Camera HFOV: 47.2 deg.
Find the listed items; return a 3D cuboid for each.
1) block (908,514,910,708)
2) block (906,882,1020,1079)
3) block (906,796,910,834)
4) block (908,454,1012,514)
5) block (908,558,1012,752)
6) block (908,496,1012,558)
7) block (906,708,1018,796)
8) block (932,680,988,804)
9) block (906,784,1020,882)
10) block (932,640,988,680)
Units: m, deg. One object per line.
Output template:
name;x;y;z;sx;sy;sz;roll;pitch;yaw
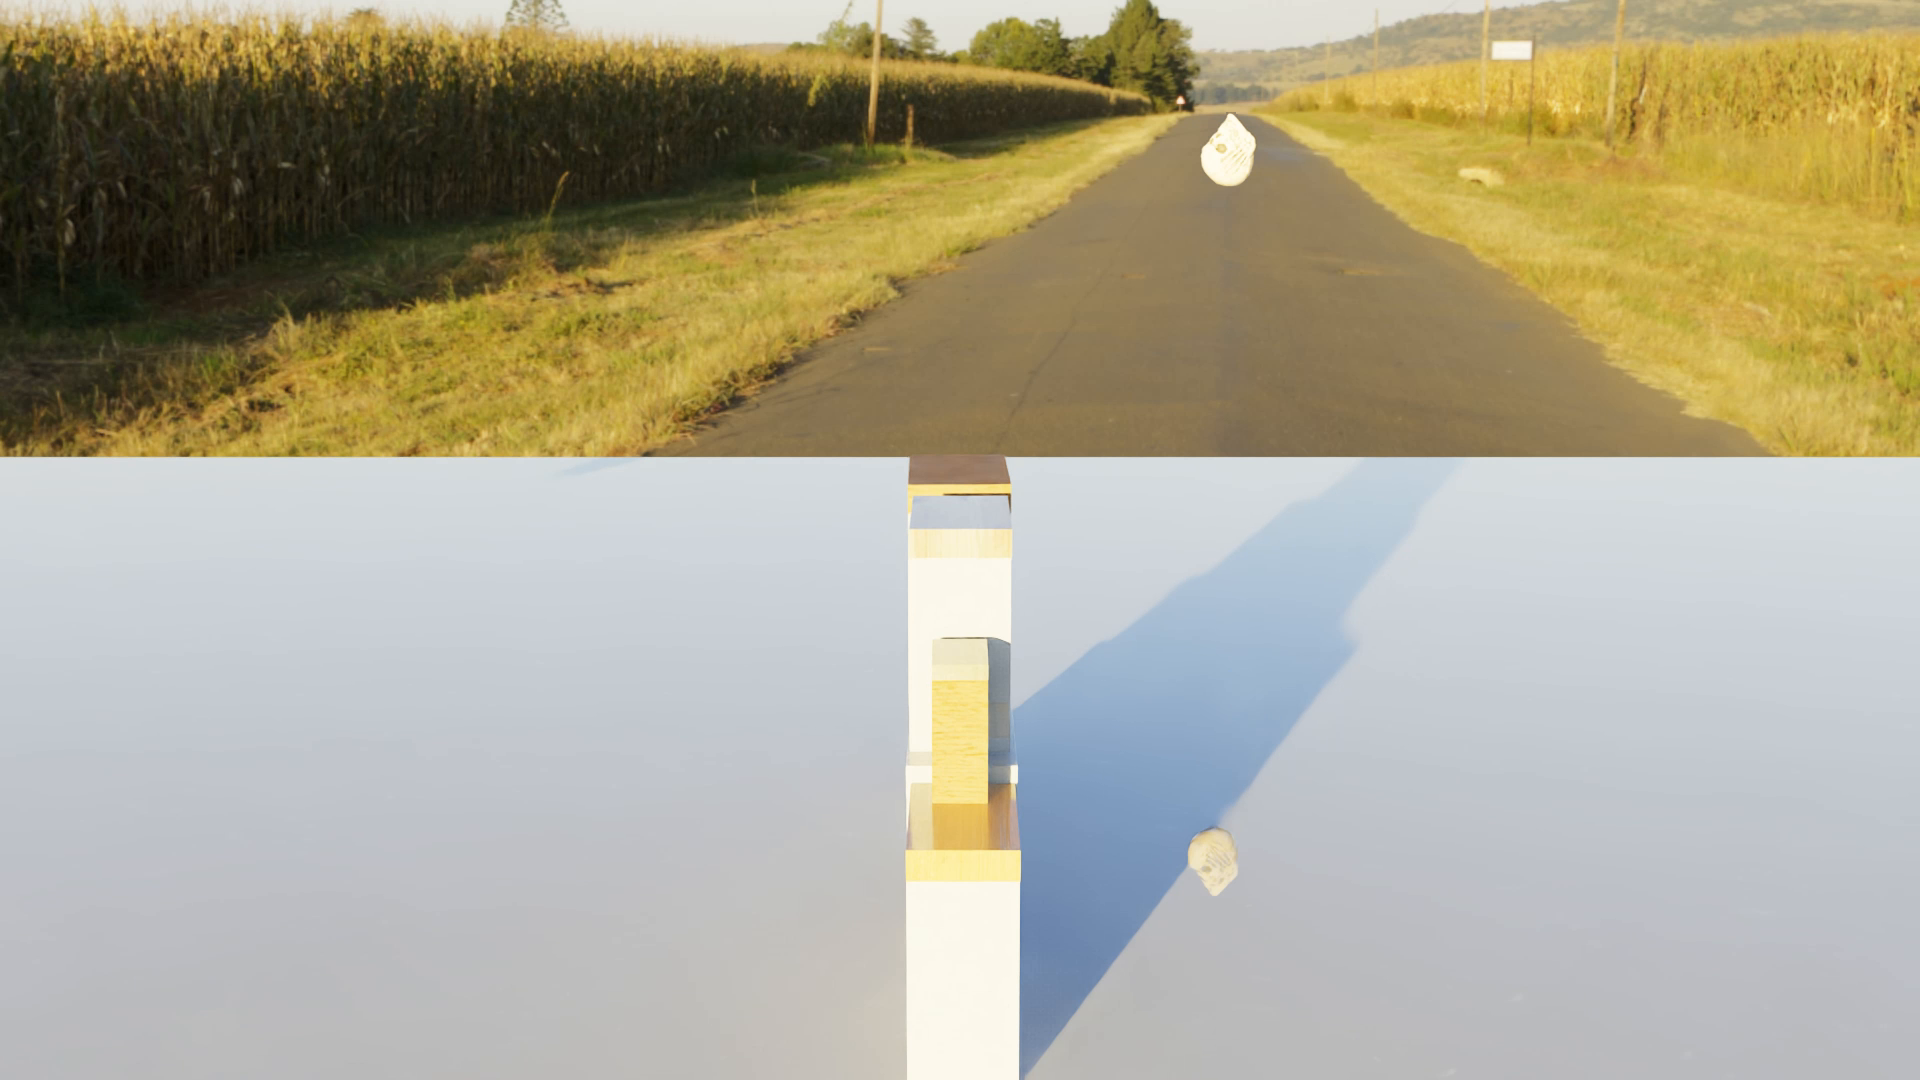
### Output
block;-0.001;0.110;3.621;0.166;0.332;0.047;0;11;0
block;0.004;0.578;2.920;0.148;0.296;0.042;0;11;0
block;0.003;0.512;3.218;0.159;0.318;0.045;0;11;0
block;-0.003;-0.096;3.694;0.166;0.047;0.332;0;11;-1
block;0.000;0.160;3.195;0.146;0.293;0.041;0;11;0
block;0.001;-0.021;3.260;0.146;0.041;0.293;0;11;0
block;0.003;0.315;3.289;0.159;0.045;0.318;0;11;0
block;0.000;0.274;3.030;0.077;0.179;0.022;0;11;0
block;0.004;0.394;2.987;0.148;0.042;0.296;0;11;0
block;0.000;0.166;3.062;0.077;0.022;0.154;0;11;0
